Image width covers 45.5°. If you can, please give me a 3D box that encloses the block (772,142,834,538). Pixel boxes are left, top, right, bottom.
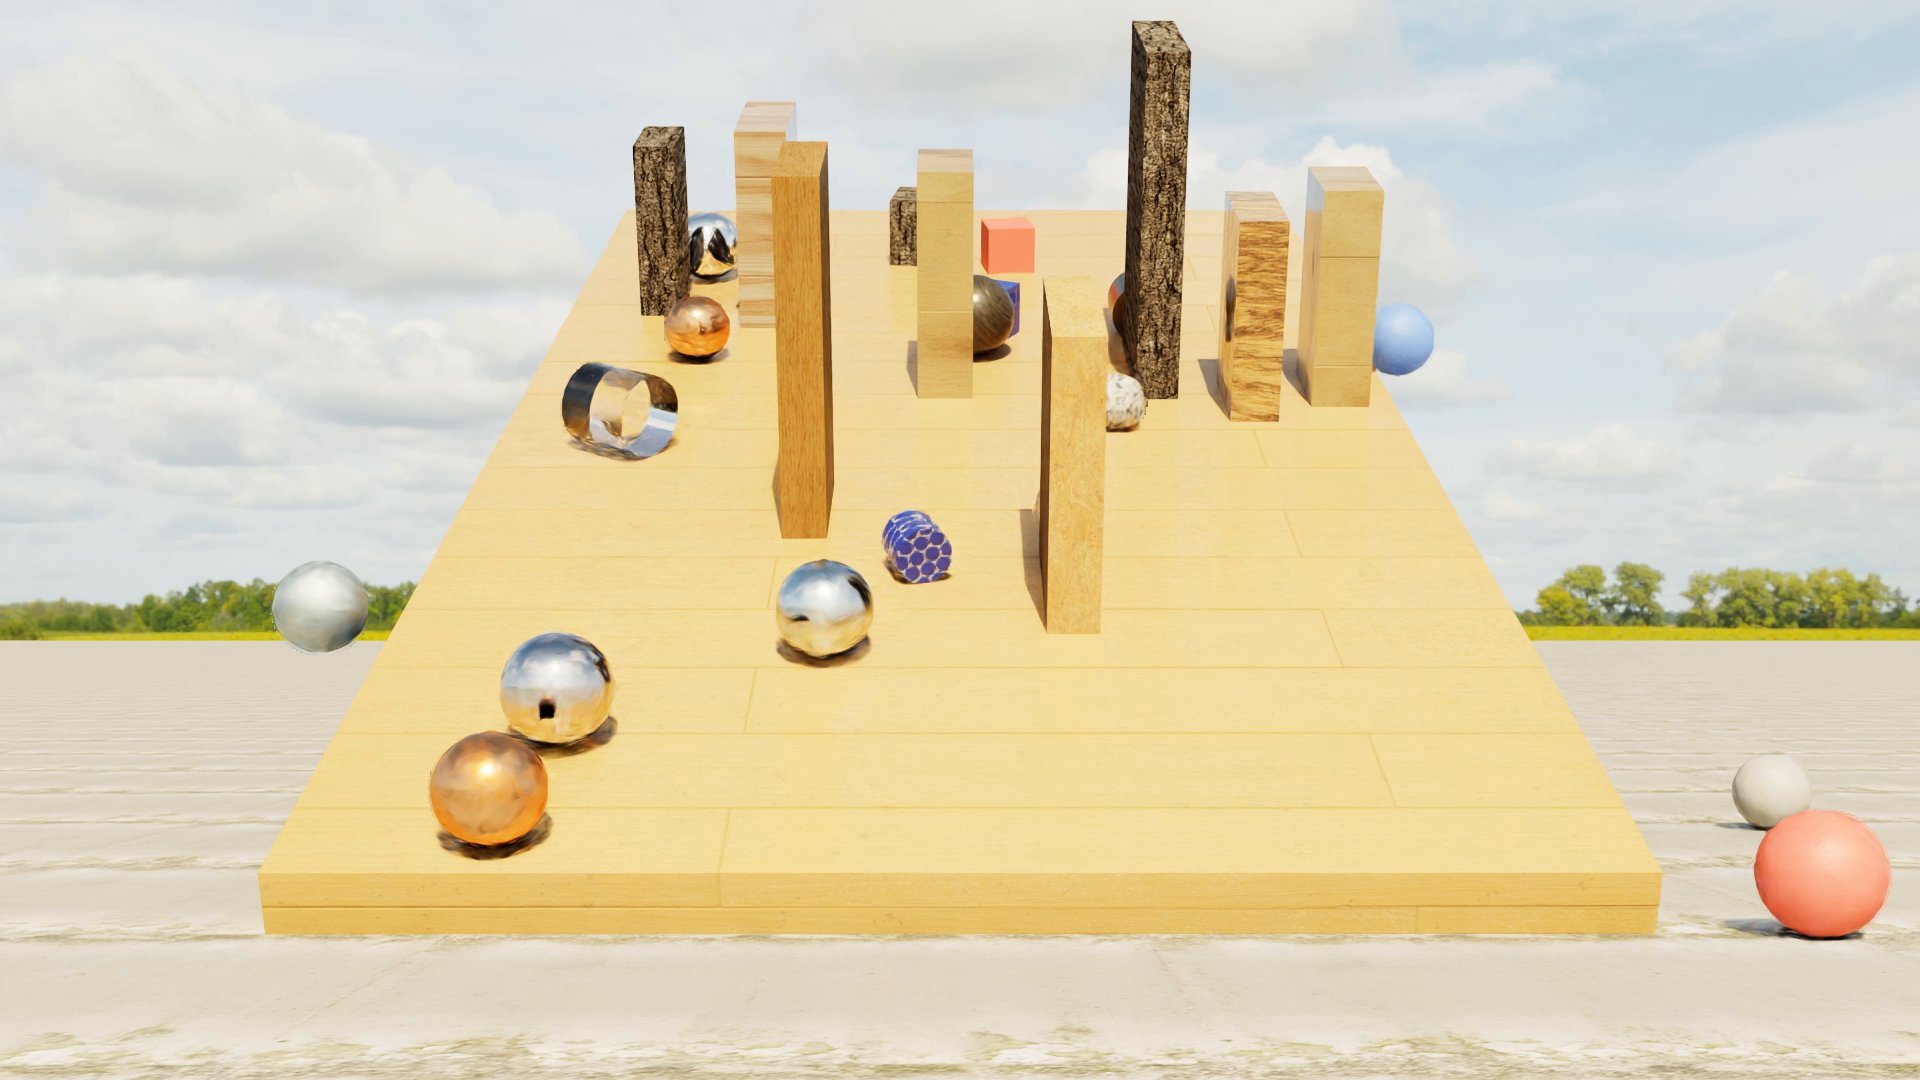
[{"bbox_3d":[-0.303,-0.391,4.468,0.088,0.713,0.310,0,22,0],"label":"block"}]

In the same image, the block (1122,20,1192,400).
[{"bbox_3d":[0.452,-0.771,5.320,0.097,0.791,0.434,0,22,0],"label":"block"}]

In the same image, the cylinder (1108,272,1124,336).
[{"bbox_3d":[0.450,-0.583,5.712,0.153,0.153,0.153,0,22,-1],"label":"cylinder"}]

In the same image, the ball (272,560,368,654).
[{"bbox_3d":[-1.139,0.119,4.086,0.165,0.165,0.165,0,-2,0],"label":"ball"}]

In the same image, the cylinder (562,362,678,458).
[{"bbox_3d":[-0.728,-0.281,4.913,0.176,0.176,0.176,15,6,34],"label":"cylinder"}]

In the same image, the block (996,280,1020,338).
[{"bbox_3d":[0.064,-0.572,5.717,0.128,0.128,0.128,11,24,25],"label":"block"}]

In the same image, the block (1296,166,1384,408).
[{"bbox_3d":[0.865,-0.580,5.238,0.132,0.499,0.247,0,22,0],"label":"block"}]

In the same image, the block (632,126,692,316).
[{"bbox_3d":[-0.769,-0.827,5.934,0.103,0.438,0.254,0,22,0],"label":"block"}]

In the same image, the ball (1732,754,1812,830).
[{"bbox_3d":[1.791,0.555,5.056,0.168,0.168,0.168,0,-2,0],"label":"ball"}]

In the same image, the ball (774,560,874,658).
[{"bbox_3d":[-0.232,0.118,3.924,0.170,0.170,0.170,0,-2,0],"label":"ball"}]

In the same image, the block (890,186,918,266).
[{"bbox_3d":[-0.093,-0.876,6.407,0.181,0.181,0.181,3,22,7],"label":"block"}]

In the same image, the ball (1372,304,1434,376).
[{"bbox_3d":[1.046,-0.479,5.476,0.173,0.173,0.173,0,-2,0],"label":"ball"}]

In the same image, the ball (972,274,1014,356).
[{"bbox_3d":[0.033,-0.544,5.549,0.199,0.199,0.199,0,-2,0],"label":"ball"}]

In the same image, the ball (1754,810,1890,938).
[{"bbox_3d":[1.226,0.475,3.264,0.181,0.181,0.181,0,-2,0],"label":"ball"}]

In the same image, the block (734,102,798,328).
[{"bbox_3d":[-0.491,-0.840,5.885,0.129,0.498,0.393,0,22,0],"label":"block"}]

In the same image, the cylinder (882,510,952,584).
[{"bbox_3d":[-0.080,0.012,4.277,0.107,0.107,0.107,1,20,-18],"label":"cylinder"}]

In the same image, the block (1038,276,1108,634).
[{"bbox_3d":[0.200,-0.159,4.116,0.094,0.544,0.391,0,22,0],"label":"block"}]

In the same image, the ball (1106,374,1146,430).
[{"bbox_3d":[0.347,-0.306,5.056,0.123,0.123,0.123,0,-2,0],"label":"ball"}]

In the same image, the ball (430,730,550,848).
[{"bbox_3d":[-0.680,0.361,3.313,0.169,0.169,0.169,0,-2,0],"label":"ball"}]

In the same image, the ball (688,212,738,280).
[{"bbox_3d":[-0.683,-0.798,6.206,0.183,0.183,0.183,0,-2,0],"label":"ball"}]

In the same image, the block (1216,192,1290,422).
[{"bbox_3d":[0.657,-0.528,5.164,0.109,0.457,0.284,0,22,0],"label":"block"}]

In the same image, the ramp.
[{"bbox_3d":[-0.006,-0.219,5.137,2.000,0.100,4.000,0,22,0],"label":"ramp"}]

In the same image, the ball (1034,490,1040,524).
[{"bbox_3d":[0.208,-0.062,4.435,0.129,0.129,0.129,0,-2,0],"label":"ball"}]

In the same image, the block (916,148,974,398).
[{"bbox_3d":[-0.034,-0.614,5.283,0.126,0.527,0.243,0,22,0],"label":"block"}]

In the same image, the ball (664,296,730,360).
[{"bbox_3d":[-0.632,-0.512,5.523,0.156,0.156,0.156,0,-2,0],"label":"ball"}]

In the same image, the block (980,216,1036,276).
[{"bbox_3d":[0.132,-0.810,6.314,0.128,0.128,0.128,-3,22,-8],"label":"block"}]

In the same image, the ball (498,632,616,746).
[{"bbox_3d":[-0.635,0.235,3.612,0.182,0.182,0.182,0,-2,0],"label":"ball"}]
